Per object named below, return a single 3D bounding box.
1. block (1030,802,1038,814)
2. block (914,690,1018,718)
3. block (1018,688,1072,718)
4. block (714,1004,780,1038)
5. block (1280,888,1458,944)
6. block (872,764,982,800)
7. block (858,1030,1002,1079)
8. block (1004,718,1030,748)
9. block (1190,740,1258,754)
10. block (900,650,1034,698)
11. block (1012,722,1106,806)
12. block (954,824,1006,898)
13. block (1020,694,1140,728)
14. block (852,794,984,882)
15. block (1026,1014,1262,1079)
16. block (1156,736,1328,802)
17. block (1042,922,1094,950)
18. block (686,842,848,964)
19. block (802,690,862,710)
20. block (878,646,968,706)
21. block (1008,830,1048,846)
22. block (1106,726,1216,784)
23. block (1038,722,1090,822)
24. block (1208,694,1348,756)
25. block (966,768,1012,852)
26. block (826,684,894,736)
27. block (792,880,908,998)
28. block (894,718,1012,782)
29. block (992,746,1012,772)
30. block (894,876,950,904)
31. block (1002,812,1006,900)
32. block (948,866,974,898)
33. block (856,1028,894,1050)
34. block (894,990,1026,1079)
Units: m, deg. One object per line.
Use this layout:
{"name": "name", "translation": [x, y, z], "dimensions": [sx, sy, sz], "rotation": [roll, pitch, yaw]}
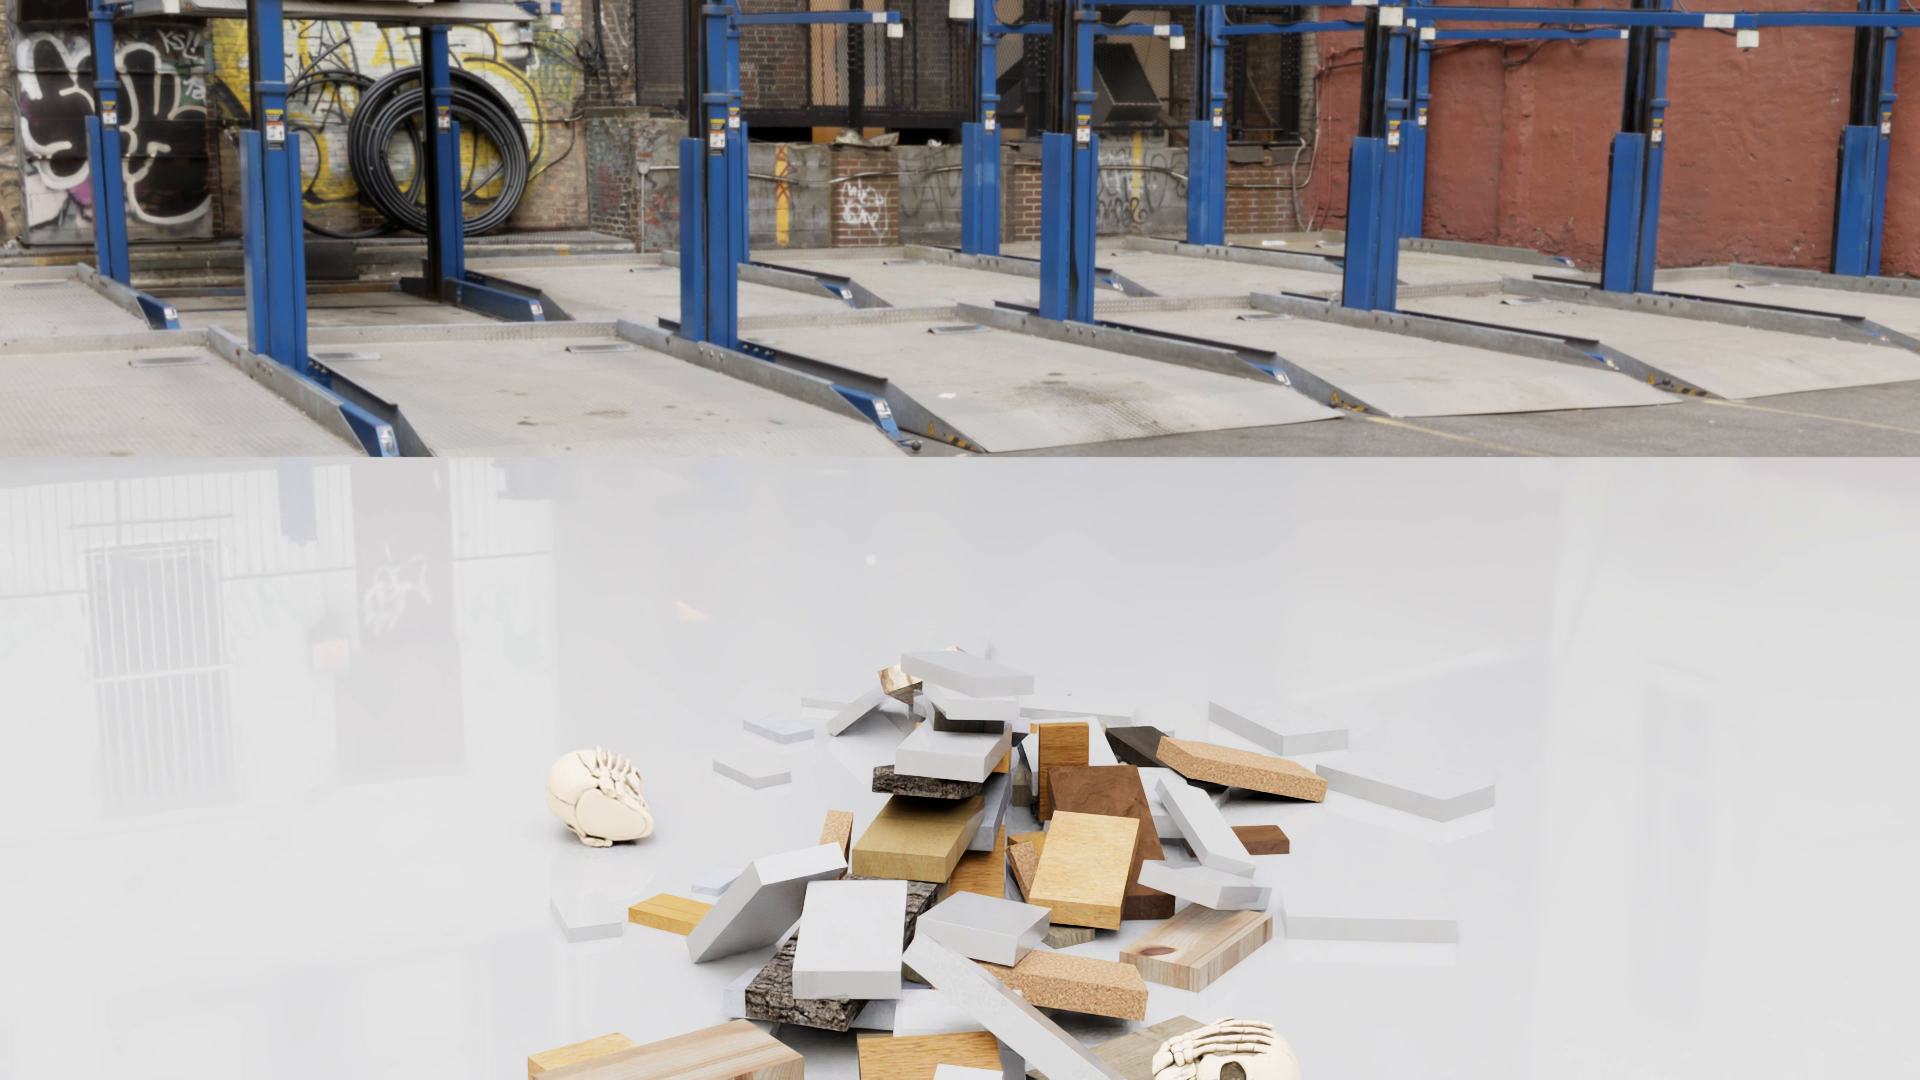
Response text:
{"name": "block", "translation": [0.200, 0.488, 4.076], "dimensions": [0.127, 0.018, 0.063], "rotation": [-9, -1, 20]}
{"name": "block", "translation": [0.007, 0.311, 4.152], "dimensions": [0.161, 0.046, 0.321], "rotation": [1, -2, -7]}
{"name": "block", "translation": [0.088, 0.377, 4.686], "dimensions": [0.170, 0.048, 0.340], "rotation": [6, 12, 27]}
{"name": "block", "translation": [-0.304, 0.691, 3.059], "dimensions": [0.084, 0.024, 0.167], "rotation": [1, 11, 5]}
{"name": "block", "translation": [0.650, 0.600, 3.515], "dimensions": [0.265, 0.037, 0.132], "rotation": [1, 11, 4]}
{"name": "block", "translation": [-0.049, 0.387, 3.538], "dimensions": [0.138, 0.039, 0.276], "rotation": [4, -4, 8]}
{"name": "block", "translation": [-0.025, 0.702, 2.565], "dimensions": [0.169, 0.048, 0.338], "rotation": [-2, 25, -5]}
{"name": "block", "translation": [0.066, 0.337, 3.870], "dimensions": [0.090, 0.026, 0.285], "rotation": [5, -10, -3]}
{"name": "block", "translation": [0.516, 0.437, 4.431], "dimensions": [0.161, 0.023, 0.081], "rotation": [8, 13, 37]}
{"name": "block", "translation": [0.010, 0.218, 3.591], "dimensions": [0.113, 0.032, 0.225], "rotation": [-1, 8, -33]}
{"name": "block", "translation": [0.196, 0.434, 4.273], "dimensions": [0.155, 0.044, 0.310], "rotation": [1, 19, 8]}
{"name": "block", "translation": [-0.002, 0.554, 3.555], "dimensions": [0.147, 0.042, 0.293], "rotation": [1, 24, 1]}
{"name": "block", "translation": [0.250, 0.359, 4.577], "dimensions": [0.232, 0.033, 0.116], "rotation": [4, 12, 13]}
{"name": "block", "translation": [-0.062, 0.461, 3.453], "dimensions": [0.145, 0.041, 0.290], "rotation": [3, 13, 12]}
{"name": "block", "translation": [0.244, 0.709, 2.913], "dimensions": [0.297, 0.042, 0.148], "rotation": [-9, 14, -40]}
{"name": "block", "translation": [0.536, 0.436, 4.183], "dimensions": [0.292, 0.041, 0.146], "rotation": [12, 6, -20]}
{"name": "block", "translation": [0.141, 0.611, 3.497], "dimensions": [0.074, 0.021, 0.148], "rotation": [-6, 12, -30]}
{"name": "block", "translation": [-0.294, 0.546, 3.302], "dimensions": [0.144, 0.041, 0.288], "rotation": [-7, -28, -34]}
{"name": "block", "translation": [-0.266, 0.357, 4.866], "dimensions": [0.152, 0.022, 0.076], "rotation": [4, 11, 22]}
{"name": "block", "translation": [-0.044, 0.296, 4.646], "dimensions": [0.170, 0.048, 0.340], "rotation": [-19, -14, 9]}
{"name": "block", "translation": [0.163, 0.547, 3.829], "dimensions": [0.090, 0.026, 0.181], "rotation": [-5, 12, -25]}
{"name": "block", "translation": [0.397, 0.429, 4.355], "dimensions": [0.116, 0.033, 0.267], "rotation": [0, 15, -27]}
{"name": "block", "translation": [0.187, 0.418, 3.969], "dimensions": [0.089, 0.177, 0.025], "rotation": [-1, 12, -6]}
{"name": "block", "translation": [0.668, 0.388, 4.636], "dimensions": [0.153, 0.043, 0.307], "rotation": [-4, 11, -22]}
{"name": "block", "translation": [-0.001, 0.448, 3.705], "dimensions": [0.147, 0.042, 0.293], "rotation": [2, 13, 7]}
{"name": "block", "translation": [-0.189, 0.347, 4.705], "dimensions": [0.116, 0.033, 0.232], "rotation": [-38, -5, 23]}
{"name": "block", "translation": [-0.150, 0.556, 3.080], "dimensions": [0.145, 0.041, 0.290], "rotation": [0, 15, 0]}
{"name": "block", "translation": [-0.007, 0.329, 3.487], "dimensions": [0.138, 0.039, 0.276], "rotation": [5, 7, 10]}
{"name": "block", "translation": [0.018, 0.369, 3.778], "dimensions": [0.138, 0.039, 0.362], "rotation": [4, -4, 2]}
{"name": "block", "translation": [-0.069, 0.554, 3.355], "dimensions": [0.099, 0.028, 0.198], "rotation": [-1, 23, 3]}
{"name": "block", "translation": [0.004, 0.512, 3.747], "dimensions": [0.147, 0.042, 0.293], "rotation": [0, 26, 1]}
{"name": "block", "translation": [-0.022, 0.586, 3.402], "dimensions": [0.099, 0.028, 0.198], "rotation": [-4, 33, -6]}
{"name": "block", "translation": [-0.062, 0.687, 3.055], "dimensions": [0.157, 0.022, 0.079], "rotation": [0, 2, 1]}
{"name": "block", "translation": [-0.002, 0.670, 2.846], "dimensions": [0.169, 0.048, 0.338], "rotation": [0, 11, 0]}
